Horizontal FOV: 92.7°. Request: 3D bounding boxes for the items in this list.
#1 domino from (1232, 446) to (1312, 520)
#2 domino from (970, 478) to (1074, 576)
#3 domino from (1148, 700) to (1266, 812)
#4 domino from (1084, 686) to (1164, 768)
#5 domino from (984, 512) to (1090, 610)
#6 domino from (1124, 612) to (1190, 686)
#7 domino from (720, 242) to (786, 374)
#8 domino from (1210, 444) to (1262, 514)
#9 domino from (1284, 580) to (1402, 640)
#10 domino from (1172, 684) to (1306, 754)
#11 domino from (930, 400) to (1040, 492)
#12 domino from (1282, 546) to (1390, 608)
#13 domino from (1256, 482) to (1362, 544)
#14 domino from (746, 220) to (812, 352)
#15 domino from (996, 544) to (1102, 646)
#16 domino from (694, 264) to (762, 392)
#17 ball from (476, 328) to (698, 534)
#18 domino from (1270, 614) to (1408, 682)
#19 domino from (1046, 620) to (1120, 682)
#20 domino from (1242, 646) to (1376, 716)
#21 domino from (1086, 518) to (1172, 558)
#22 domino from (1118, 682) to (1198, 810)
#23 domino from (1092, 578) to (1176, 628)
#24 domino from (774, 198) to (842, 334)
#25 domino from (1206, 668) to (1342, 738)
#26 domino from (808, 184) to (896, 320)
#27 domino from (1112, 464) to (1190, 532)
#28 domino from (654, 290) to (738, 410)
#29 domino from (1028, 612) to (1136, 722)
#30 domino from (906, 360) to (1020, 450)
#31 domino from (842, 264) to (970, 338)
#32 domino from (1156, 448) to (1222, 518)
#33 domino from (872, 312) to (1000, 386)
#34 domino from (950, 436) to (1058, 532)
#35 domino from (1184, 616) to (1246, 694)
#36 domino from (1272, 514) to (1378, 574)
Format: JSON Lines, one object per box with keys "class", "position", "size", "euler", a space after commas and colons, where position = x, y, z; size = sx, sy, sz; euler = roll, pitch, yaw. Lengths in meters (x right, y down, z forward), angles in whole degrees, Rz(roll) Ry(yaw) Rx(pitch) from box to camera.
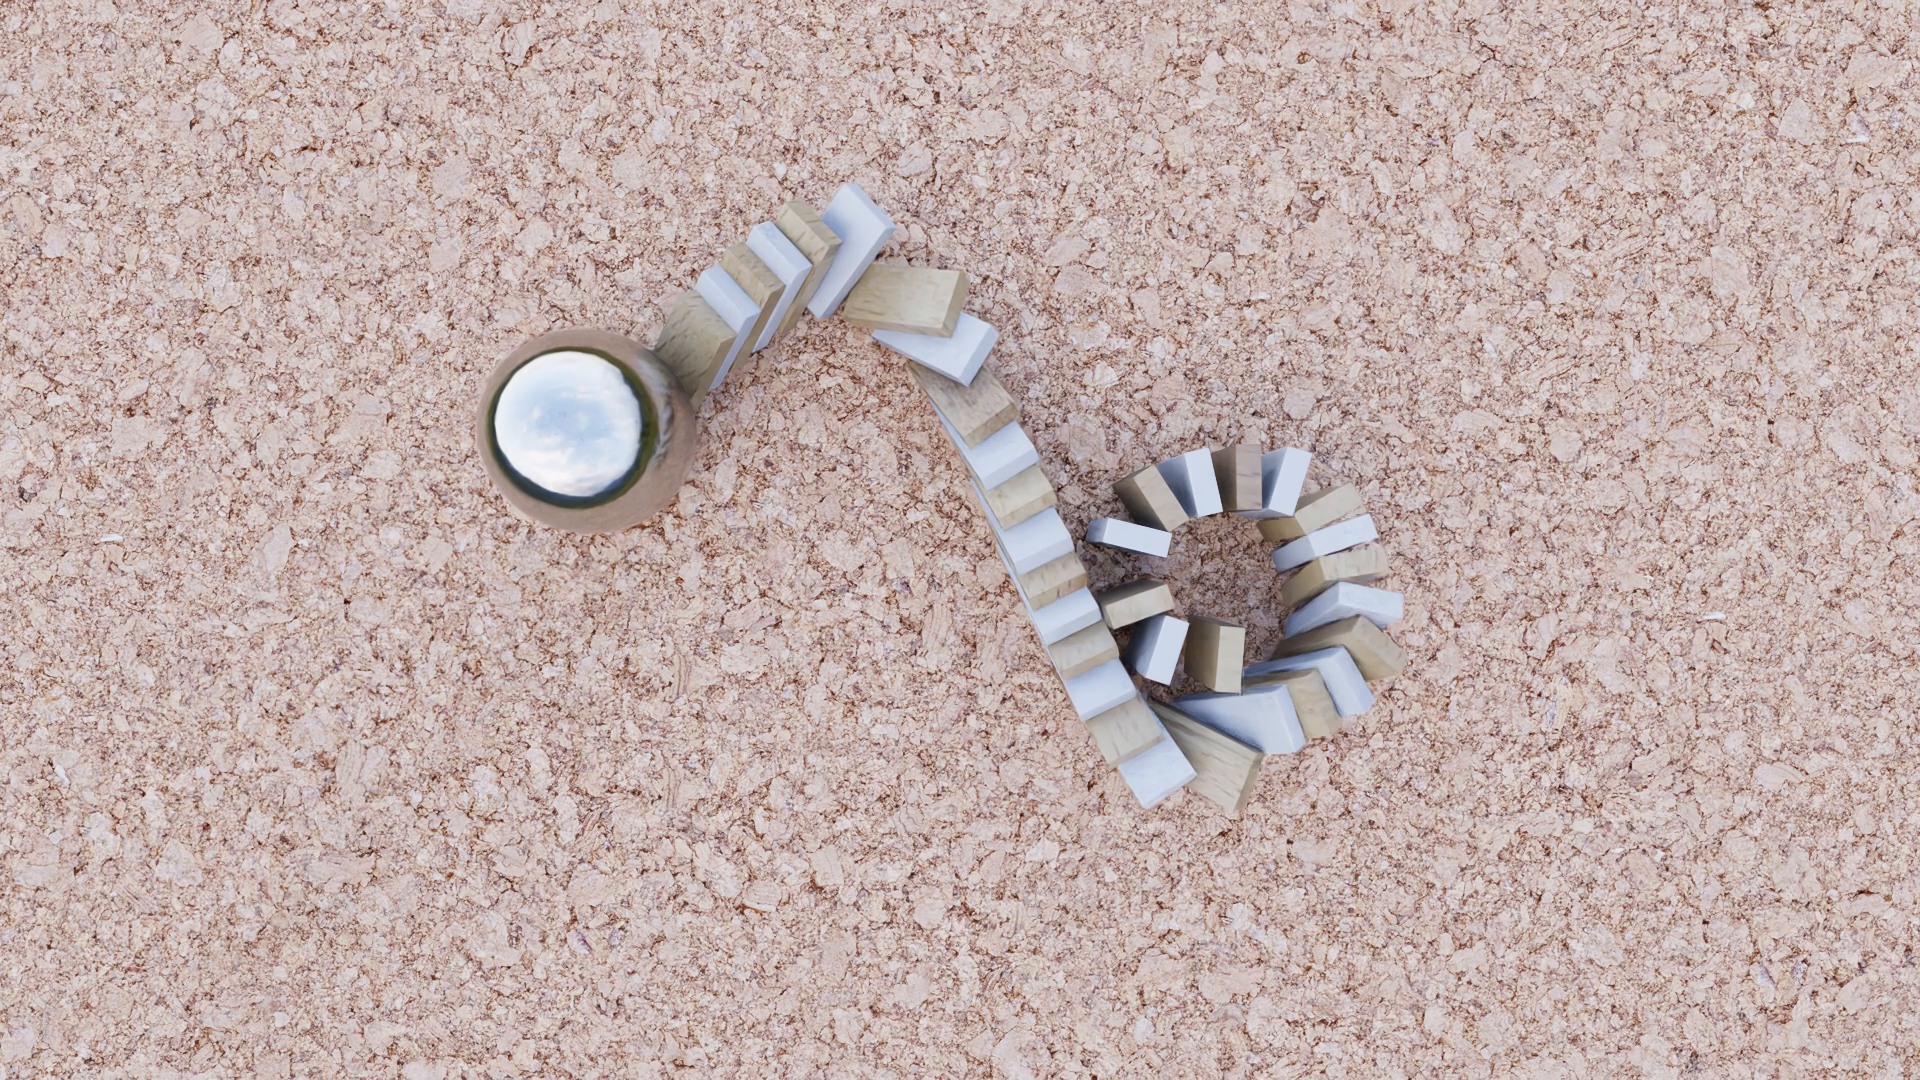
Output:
{"class": "domino", "position": [0.127, -0.022, 0.375], "size": [0.010, 0.050, 0.025], "euler": [18, 90, 1]}
{"class": "domino", "position": [0.025, -0.011, 0.381], "size": [0.025, 0.010, 0.050], "euler": [-25, 52, -1]}
{"class": "domino", "position": [0.097, 0.088, 0.380], "size": [0.050, 0.009, 0.025], "euler": [24, 96, 39]}
{"class": "domino", "position": [0.061, 0.066, 0.382], "size": [0.025, 0.009, 0.050], "euler": [-29, 59, 3]}
{"class": "domino", "position": [0.031, 0.003, 0.380], "size": [0.025, 0.009, 0.050], "euler": [-25, 52, -1]}
{"class": "domino", "position": [0.079, 0.042, 0.375], "size": [0.010, 0.050, 0.025], "euler": [18, 90, 0]}
{"class": "domino", "position": [-0.093, -0.095, 0.379], "size": [0.025, 0.010, 0.050], "euler": [46, 135, 1]}
{"class": "domino", "position": [0.110, -0.024, 0.375], "size": [0.009, 0.050, 0.025], "euler": [-1, 90, 0]}
{"class": "domino", "position": [0.156, 0.032, 0.375], "size": [0.025, 0.050, 0.010], "euler": [12, 67, 0]}
{"class": "domino", "position": [0.114, 0.075, 0.378], "size": [0.009, 0.050, 0.025], "euler": [-19, 90, -41]}
{"class": "domino", "position": [0.010, -0.046, 0.382], "size": [0.025, 0.010, 0.050], "euler": [-31, 56, 0]}
{"class": "domino", "position": [0.152, 0.016, 0.375], "size": [0.025, 0.050, 0.010], "euler": [-9, 73, 0]}
{"class": "domino", "position": [0.141, -0.010, 0.375], "size": [0.025, 0.050, 0.010], "euler": [-29, 86, 0]}
{"class": "domino", "position": [-0.082, -0.104, 0.379], "size": [0.025, 0.009, 0.050], "euler": [46, 135, 0]}
{"class": "domino", "position": [0.036, 0.017, 0.381], "size": [0.025, 0.010, 0.050], "euler": [-26, 52, 0]}
{"class": "domino", "position": [-0.103, -0.086, 0.379], "size": [0.025, 0.009, 0.050], "euler": [47, 135, -1]}
{"class": "ball", "position": [-0.145, -0.042, 0.360], "size": [0.080, 0.080, 0.080], "euler": [0, 90, 0]}
{"class": "domino", "position": [0.154, 0.048, 0.375], "size": [0.025, 0.050, 0.009], "euler": [42, 63, -2]}
{"class": "domino", "position": [0.044, 0.031, 0.382], "size": [0.025, 0.009, 0.050], "euler": [-25, 54, 0]}
{"class": "domino", "position": [0.141, 0.061, 0.377], "size": [0.010, 0.050, 0.025], "euler": [-29, 90, -35]}
{"class": "domino", "position": [0.068, -0.001, 0.375], "size": [0.025, 0.050, 0.009], "euler": [14, 90, 0]}
{"class": "domino", "position": [0.073, 0.083, 0.382], "size": [0.025, 0.009, 0.050], "euler": [-35, 58, 4]}
{"class": "domino", "position": [0.069, 0.025, 0.375], "size": [0.025, 0.050, 0.009], "euler": [-20, 90, 0]}
{"class": "domino", "position": [-0.070, -0.112, 0.379], "size": [0.025, 0.010, 0.050], "euler": [45, 132, 1]}
{"class": "domino", "position": [0.128, 0.069, 0.377], "size": [0.010, 0.050, 0.025], "euler": [-23, 90, -38]}
{"class": "domino", "position": [-0.051, -0.120, 0.383], "size": [0.025, 0.010, 0.050], "euler": [48, 120, 4]}
{"class": "domino", "position": [0.077, -0.016, 0.375], "size": [0.009, 0.050, 0.025], "euler": [-33, 90, 0]}
{"class": "domino", "position": [-0.112, -0.076, 0.379], "size": [0.025, 0.009, 0.050], "euler": [46, 135, 0]}
{"class": "domino", "position": [0.051, 0.048, 0.383], "size": [0.025, 0.009, 0.050], "euler": [-25, 59, 0]}
{"class": "domino", "position": [0.001, -0.063, 0.382], "size": [0.025, 0.009, 0.050], "euler": [-35, 57, 0]}
{"class": "domino", "position": [-0.023, -0.100, 0.383], "size": [0.050, 0.009, 0.025], "euler": [14, 83, 28]}
{"class": "domino", "position": [0.093, -0.022, 0.375], "size": [0.009, 0.050, 0.025], "euler": [-13, 90, 0]}
{"class": "domino", "position": [-0.011, -0.086, 0.384], "size": [0.050, 0.010, 0.025], "euler": [31, 90, 29]}
{"class": "domino", "position": [0.018, -0.030, 0.382], "size": [0.025, 0.010, 0.050], "euler": [-29, 55, 0]}
{"class": "domino", "position": [0.103, 0.046, 0.375], "size": [0.009, 0.050, 0.025], "euler": [5, 90, 0]}
{"class": "domino", "position": [0.148, 0.002, 0.375], "size": [0.025, 0.050, 0.009], "euler": [-18, 80, 0]}
